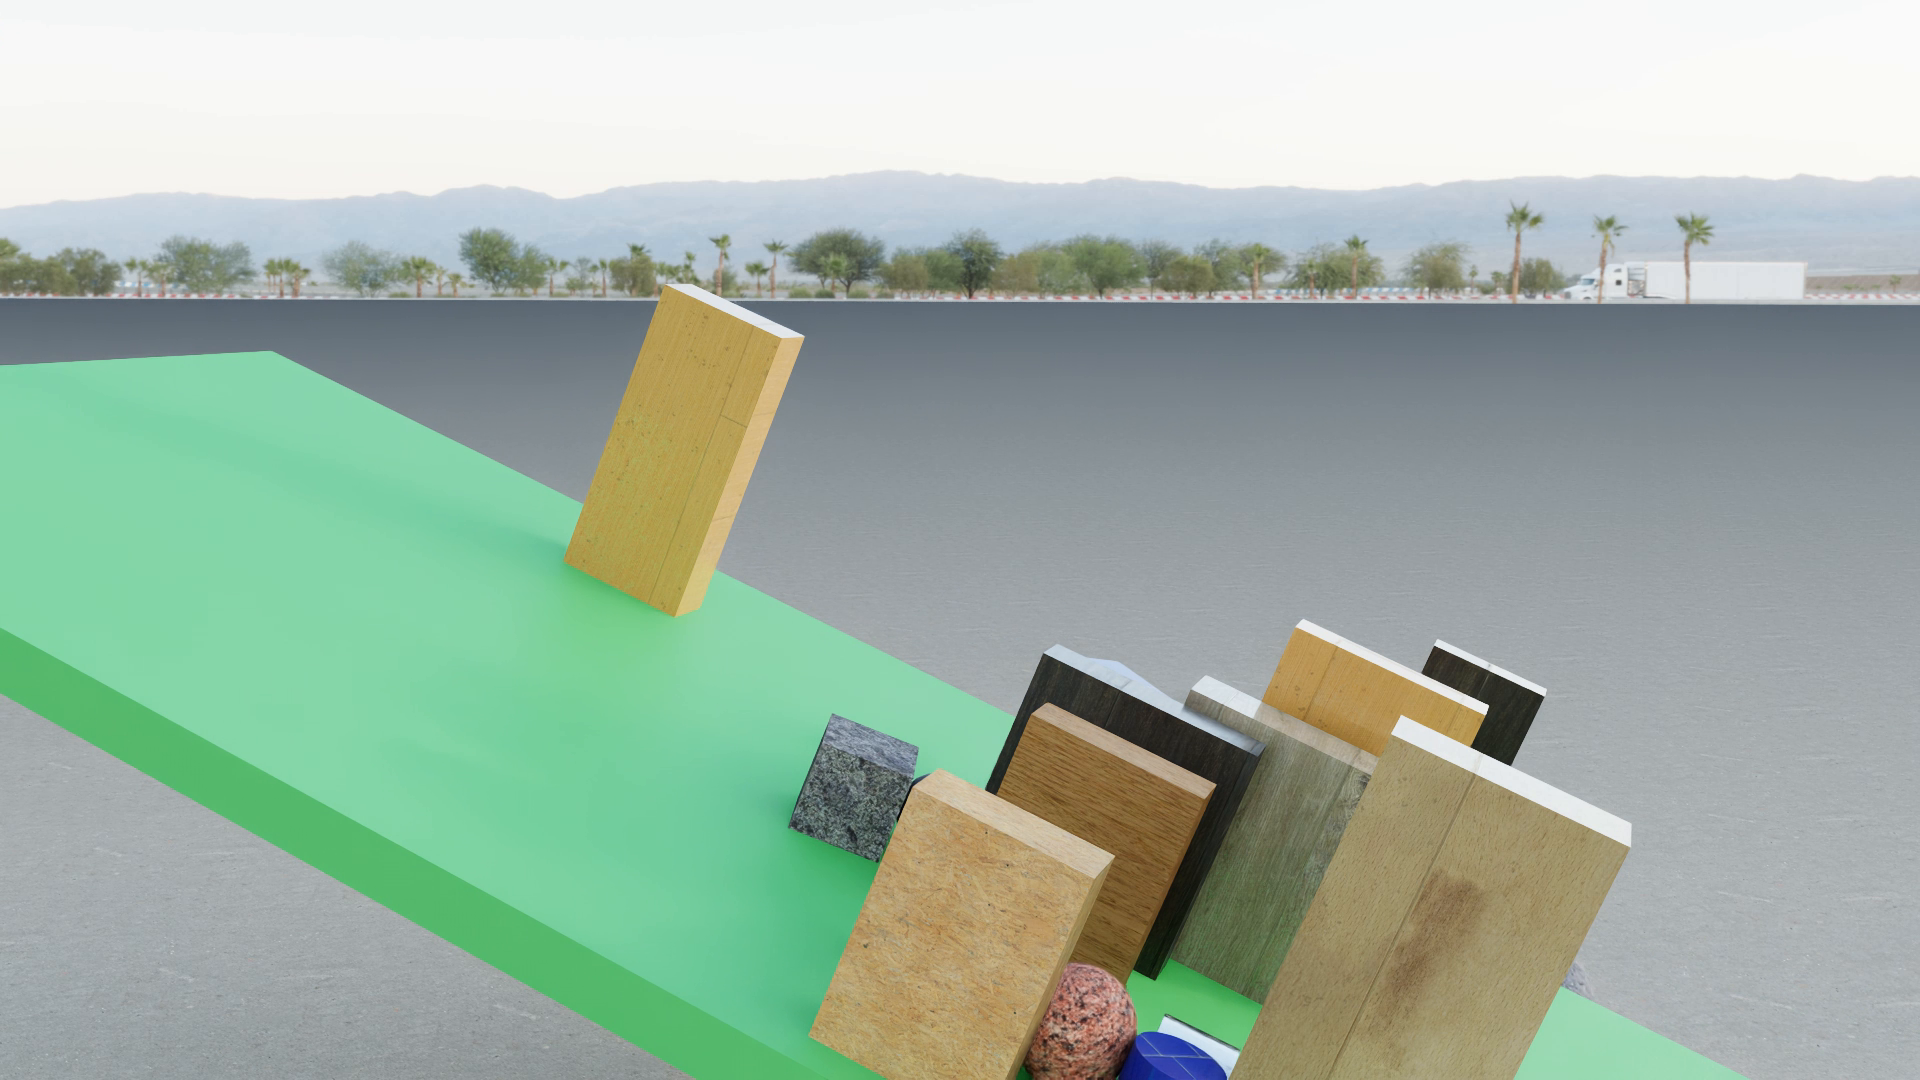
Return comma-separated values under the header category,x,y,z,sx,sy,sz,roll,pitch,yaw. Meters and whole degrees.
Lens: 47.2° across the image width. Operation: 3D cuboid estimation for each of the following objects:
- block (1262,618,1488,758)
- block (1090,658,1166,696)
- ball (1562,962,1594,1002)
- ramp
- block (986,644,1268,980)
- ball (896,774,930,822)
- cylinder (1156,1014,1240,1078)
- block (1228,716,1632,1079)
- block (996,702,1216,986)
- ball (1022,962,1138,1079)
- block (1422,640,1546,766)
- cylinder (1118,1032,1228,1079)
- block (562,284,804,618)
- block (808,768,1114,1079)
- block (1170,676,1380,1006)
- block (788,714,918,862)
category,x,y,z,sx,sy,sz,roll,pitch,yaw
block,0.703,0.518,4.233,0.385,0.620,0.096,25,13,13
block,0.259,0.362,4.174,0.208,0.208,0.208,10,18,-44
ball,1.430,1.106,5.330,0.207,0.207,0.207,0,7,0
ramp,-0.295,0.517,4.188,4.000,0.100,2.000,25,13,13
block,0.264,0.490,3.980,0.421,0.457,0.101,25,13,13
ball,-0.043,0.508,4.082,0.151,0.151,0.151,0,7,0
cylinder,0.357,0.835,3.476,0.129,0.129,0.129,25,11,9
block,0.657,0.677,3.248,0.361,0.739,0.140,25,13,13
block,0.195,0.542,3.717,0.318,0.428,0.108,25,13,13
ball,0.175,0.748,3.374,0.197,0.197,0.197,0,7,0
block,0.984,0.541,4.620,0.243,0.615,0.081,25,13,13
cylinder,0.303,0.845,3.305,0.149,0.149,0.149,21,13,-5
block,-0.610,-0.198,4.839,0.292,0.664,0.136,25,13,13
block,0.001,0.594,3.211,0.290,0.418,0.128,25,13,13
block,0.543,0.570,4.072,0.434,0.480,0.146,25,13,13
block,-0.192,0.450,4.013,0.174,0.174,0.174,22,13,-3
